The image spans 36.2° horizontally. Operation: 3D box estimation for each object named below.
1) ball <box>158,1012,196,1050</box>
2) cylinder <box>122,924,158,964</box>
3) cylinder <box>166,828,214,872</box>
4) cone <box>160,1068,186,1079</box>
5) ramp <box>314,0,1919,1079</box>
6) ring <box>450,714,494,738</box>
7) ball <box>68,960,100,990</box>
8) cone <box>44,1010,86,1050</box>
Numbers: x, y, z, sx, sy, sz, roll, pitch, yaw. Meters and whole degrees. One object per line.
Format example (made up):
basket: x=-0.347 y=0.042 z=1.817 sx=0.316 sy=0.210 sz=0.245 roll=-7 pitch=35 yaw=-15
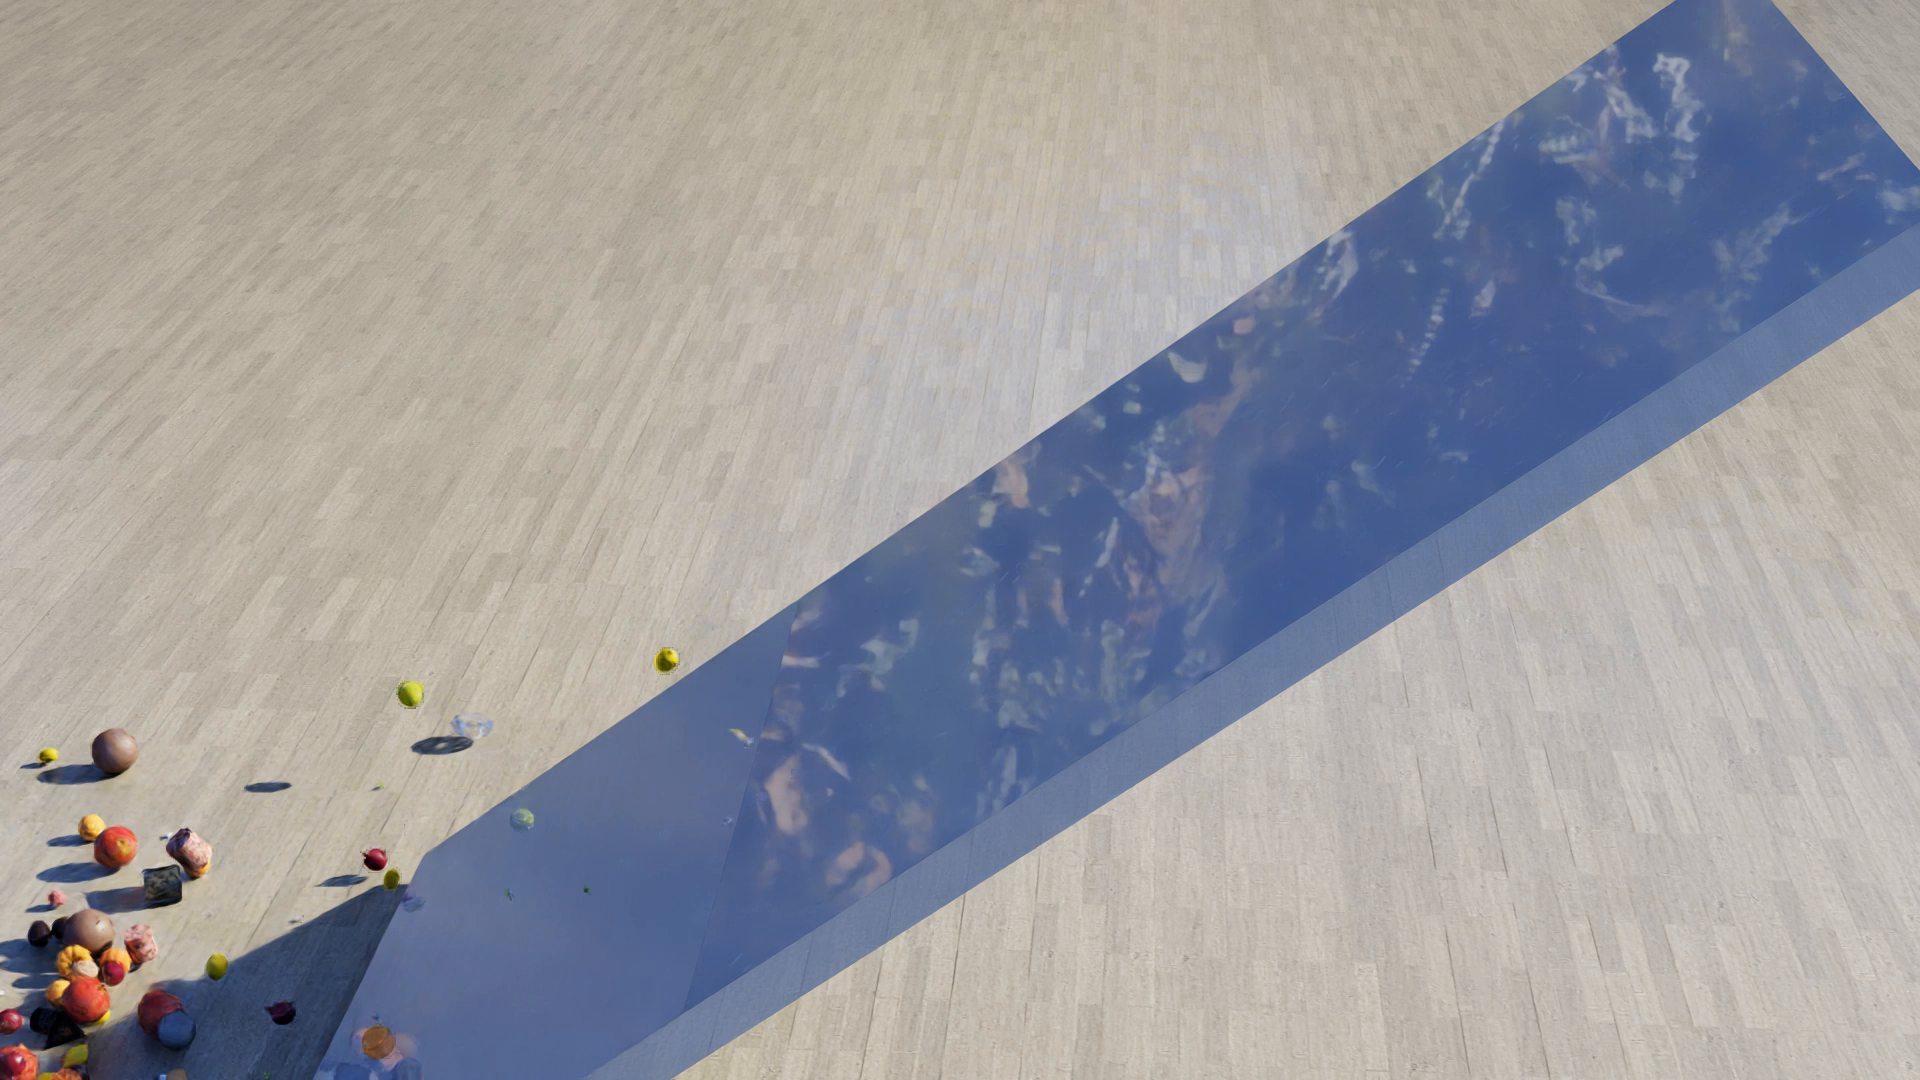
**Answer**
ball: x=-1.870 y=1.171 z=7.025 sx=0.091 sy=0.091 sz=0.091 roll=0 pitch=23 yaw=0
cylinder: x=-2.064 y=1.017 z=7.405 sx=0.072 sy=0.072 sz=0.072 roll=-8 pitch=26 yaw=4
cylinder: x=-2.026 y=0.815 z=7.734 sx=0.085 sy=0.085 sz=0.085 roll=-27 pitch=35 yaw=21
cone: x=-1.810 y=1.295 z=6.829 sx=0.098 sy=0.098 sz=0.098 roll=41 pitch=40 yaw=20
ramp: x=0.129 y=0.179 z=6.321 sx=4.000 sy=0.100 sz=2.000 roll=-34 pitch=16 yaw=16
ring: x=-1.421 y=0.540 z=8.563 sx=0.124 sy=0.041 sz=0.124 roll=8 pitch=17 yaw=-2
ball: x=-2.166 y=1.077 z=7.277 sx=0.074 sy=0.074 sz=0.074 roll=0 pitch=23 yaw=0
cone: x=-2.170 y=1.195 z=7.076 sx=0.093 sy=0.093 sz=0.093 roll=22 pitch=58 yaw=42
